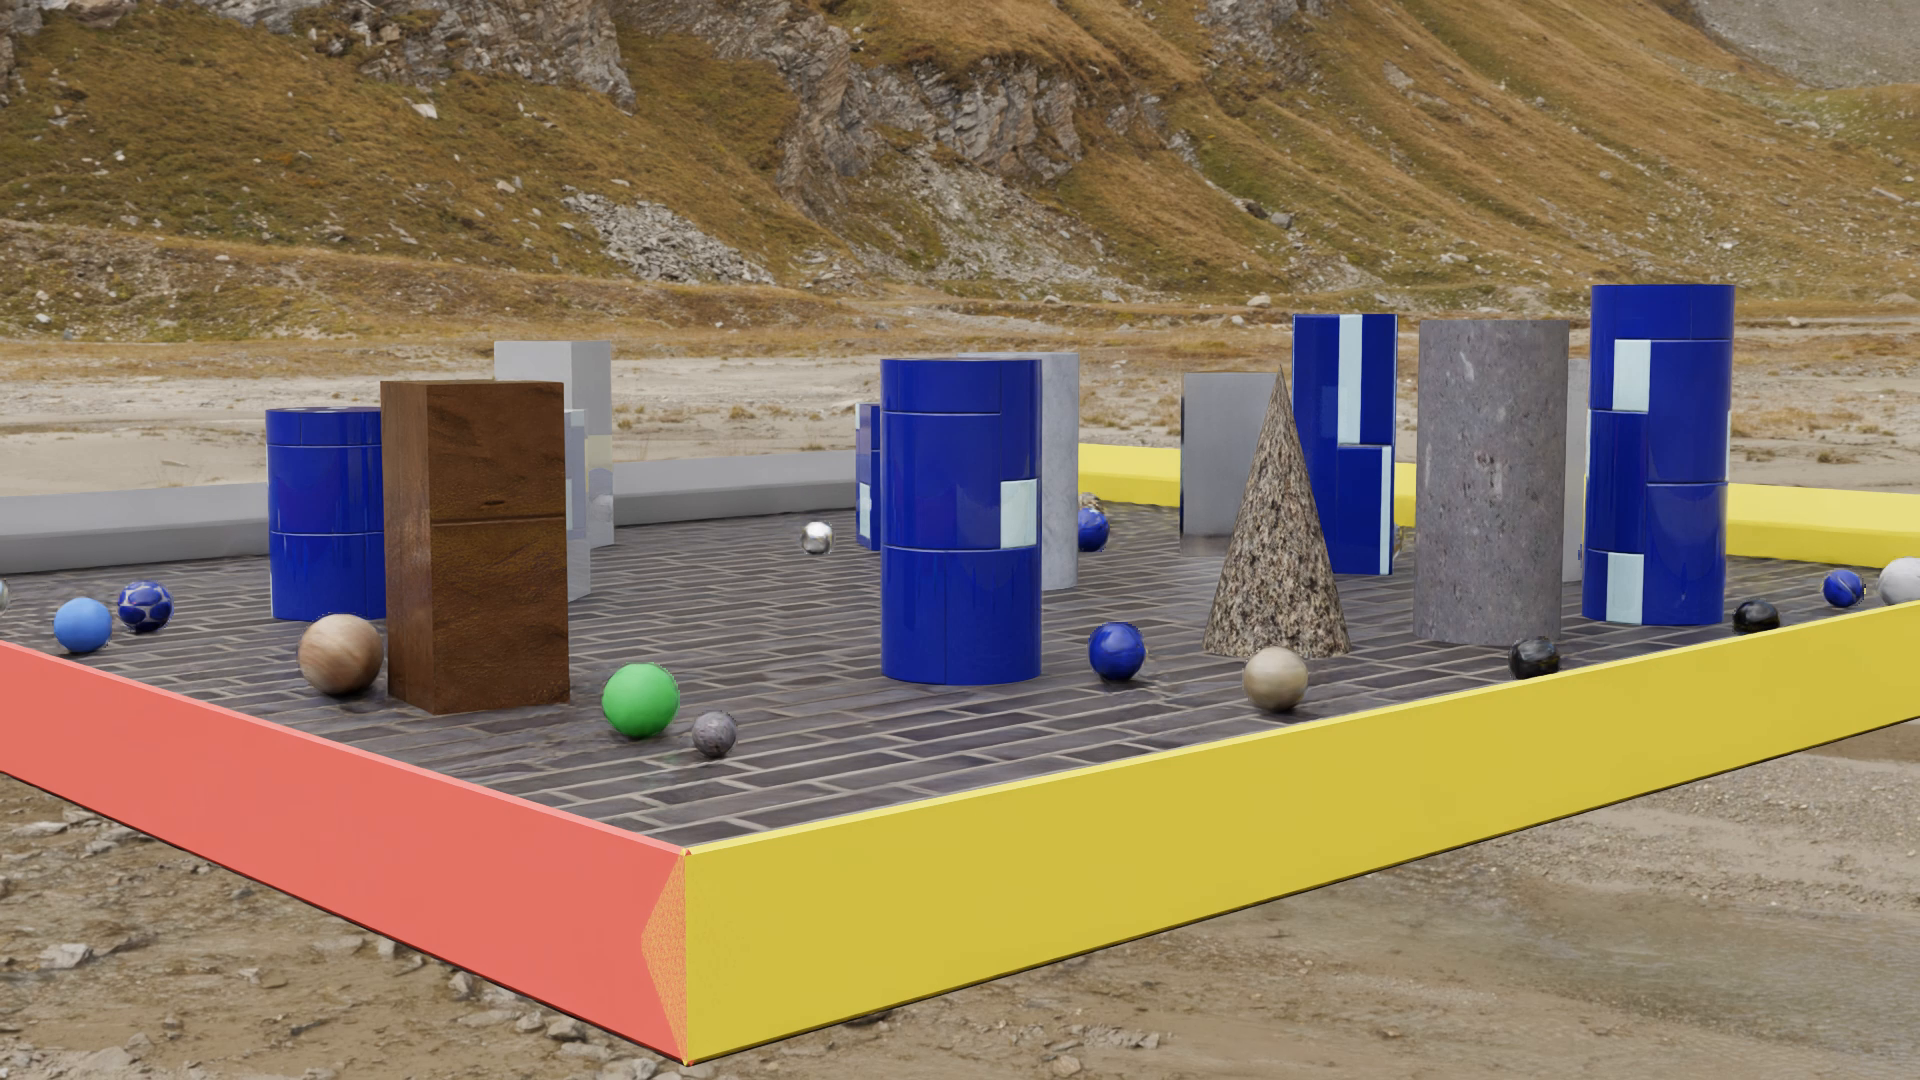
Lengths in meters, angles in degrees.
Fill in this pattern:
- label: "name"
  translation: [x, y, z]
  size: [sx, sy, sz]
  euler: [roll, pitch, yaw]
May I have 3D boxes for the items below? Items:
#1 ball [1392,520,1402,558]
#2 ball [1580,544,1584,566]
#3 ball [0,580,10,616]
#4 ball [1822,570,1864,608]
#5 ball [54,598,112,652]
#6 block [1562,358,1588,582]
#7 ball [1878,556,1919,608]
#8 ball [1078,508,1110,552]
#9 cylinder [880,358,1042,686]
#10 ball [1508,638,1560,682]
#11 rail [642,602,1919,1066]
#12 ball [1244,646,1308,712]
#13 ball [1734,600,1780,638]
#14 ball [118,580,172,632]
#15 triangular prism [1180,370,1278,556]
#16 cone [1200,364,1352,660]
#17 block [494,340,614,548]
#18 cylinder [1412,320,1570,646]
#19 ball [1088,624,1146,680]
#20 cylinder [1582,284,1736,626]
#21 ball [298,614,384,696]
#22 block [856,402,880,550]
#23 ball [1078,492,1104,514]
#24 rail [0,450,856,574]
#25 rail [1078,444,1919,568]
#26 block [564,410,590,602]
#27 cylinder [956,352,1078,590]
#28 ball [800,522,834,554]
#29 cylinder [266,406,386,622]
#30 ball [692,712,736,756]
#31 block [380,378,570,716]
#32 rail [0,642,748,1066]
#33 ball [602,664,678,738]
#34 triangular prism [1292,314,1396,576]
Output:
- label: "ball"
  translation: [0.738, -0.001, 3.881]
  size: [0.087, 0.087, 0.087]
  euler: [0, 6, 0]
- label: "ball"
  translation: [1.066, 0.025, 3.610]
  size: [0.090, 0.090, 0.090]
  euler: [0, 6, 0]
- label: "ball"
  translation: [-1.400, 0.082, 3.150]
  size: [0.072, 0.072, 0.072]
  euler: [0, 6, 0]
- label: "ball"
  translation: [1.329, 0.073, 3.311]
  size: [0.057, 0.057, 0.057]
  euler: [0, 6, 0]
- label: "ball"
  translation: [-1.146, 0.111, 2.873]
  size: [0.072, 0.072, 0.072]
  euler: [0, 6, 0]
- label: "block"
  translation: [0.925, -0.119, 3.664]
  size: [0.159, 0.365, 0.159]
  euler: [-2, 6, -23]
- label: "ball"
  translation: [1.398, 0.067, 3.241]
  size: [0.084, 0.084, 0.084]
  euler: [0, 6, 0]
- label: "ball"
  translation: [0.235, -0.018, 4.061]
  size: [0.082, 0.082, 0.082]
  euler: [0, 6, 0]
- label: "cylinder"
  translation: [0.002, -0.029, 2.700]
  size: [0.199, 0.386, 0.199]
  euler: [0, 6, 0]
- label: "ball"
  translation: [0.682, 0.145, 2.609]
  size: [0.059, 0.059, 0.059]
  euler: [0, 6, 0]
- label: "rail"
  translation: [0.932, 0.138, 2.327]
  size: [3.019, 0.129, 0.045]
  euler: [-5, 8, -42]
- label: "ball"
  translation: [0.352, 0.155, 2.449]
  size: [0.072, 0.072, 0.072]
  euler: [0, 6, 0]
- label: "ball"
  translation: [1.068, 0.110, 2.948]
  size: [0.059, 0.059, 0.059]
  euler: [0, 6, 0]
- label: "ball"
  translation: [-1.132, 0.092, 3.054]
  size: [0.072, 0.072, 0.072]
  euler: [0, 6, 0]
- label: "triangular prism"
  translation: [0.487, -0.144, 4.059]
  size: [0.172, 0.334, 0.149]
  euler: [0, 6, 0]
- label: "cone"
  translation: [0.419, -0.045, 2.898]
  size: [0.199, 0.378, 0.199]
  euler: [0, 6, 0]
- label: "block"
  translation: [-0.764, -0.181, 4.146]
  size: [0.159, 0.389, 0.159]
  euler: [2, 6, 18]
- label: "cylinder"
  translation: [0.726, -0.084, 3.011]
  size: [0.199, 0.432, 0.199]
  euler: [0, 6, 0]
- label: "ball"
  translation: [0.189, 0.135, 2.653]
  size: [0.069, 0.069, 0.069]
  euler: [0, 6, 0]
- label: "cylinder"
  translation: [1.011, -0.127, 3.187]
  size: [0.199, 0.481, 0.199]
  euler: [0, 6, 0]
- label: "ball"
  translation: [-0.717, 0.133, 2.549]
  size: [0.096, 0.096, 0.096]
  euler: [0, 6, 0]
- label: "block"
  translation: [-0.105, -0.124, 4.177]
  size: [0.159, 0.269, 0.159]
  euler: [-1, 6, -13]
- label: "ball"
  translation: [0.261, -0.062, 4.534]
  size: [0.072, 0.072, 0.072]
  euler: [0, 6, 0]
- label: "rail"
  translation: [-0.932, -0.071, 4.337]
  size: [3.019, 0.129, 0.045]
  euler: [-5, 8, -42]
- label: "rail"
  translation: [1.092, -0.071, 4.334]
  size: [0.045, 0.129, 2.797]
  euler: [-5, 8, -42]
- label: "block"
  translation: [-0.674, -0.053, 3.397]
  size: [0.159, 0.290, 0.159]
  euler: [1, 6, 8]
- label: "cylinder"
  translation: [0.094, -0.116, 3.585]
  size: [0.199, 0.376, 0.199]
  euler: [0, 6, 0]
- label: "ball"
  translation: [-0.261, -0.003, 4.024]
  size: [0.061, 0.061, 0.061]
  euler: [0, 6, 0]
- label: "cylinder"
  translation: [-0.916, -0.042, 3.241]
  size: [0.199, 0.301, 0.199]
  euler: [0, 6, 0]
- label: "ball"
  translation: [-0.247, 0.195, 2.204]
  size: [0.044, 0.044, 0.044]
  euler: [0, 6, 0]
- label: "block"
  translation: [-0.556, 0.001, 2.519]
  size: [0.159, 0.364, 0.159]
  euler: [-4, 7, -32]
- label: "rail"
  translation: [-1.092, 0.138, 2.330]
  size: [0.045, 0.129, 2.797]
  euler: [-5, 8, -42]
- label: "ball"
  translation: [-0.335, 0.168, 2.300]
  size: [0.078, 0.078, 0.078]
  euler: [0, 6, 0]
- label: "triangular prism"
  translation: [0.668, -0.169, 3.791]
  size: [0.172, 0.439, 0.149]
  euler: [2, 6, 16]
